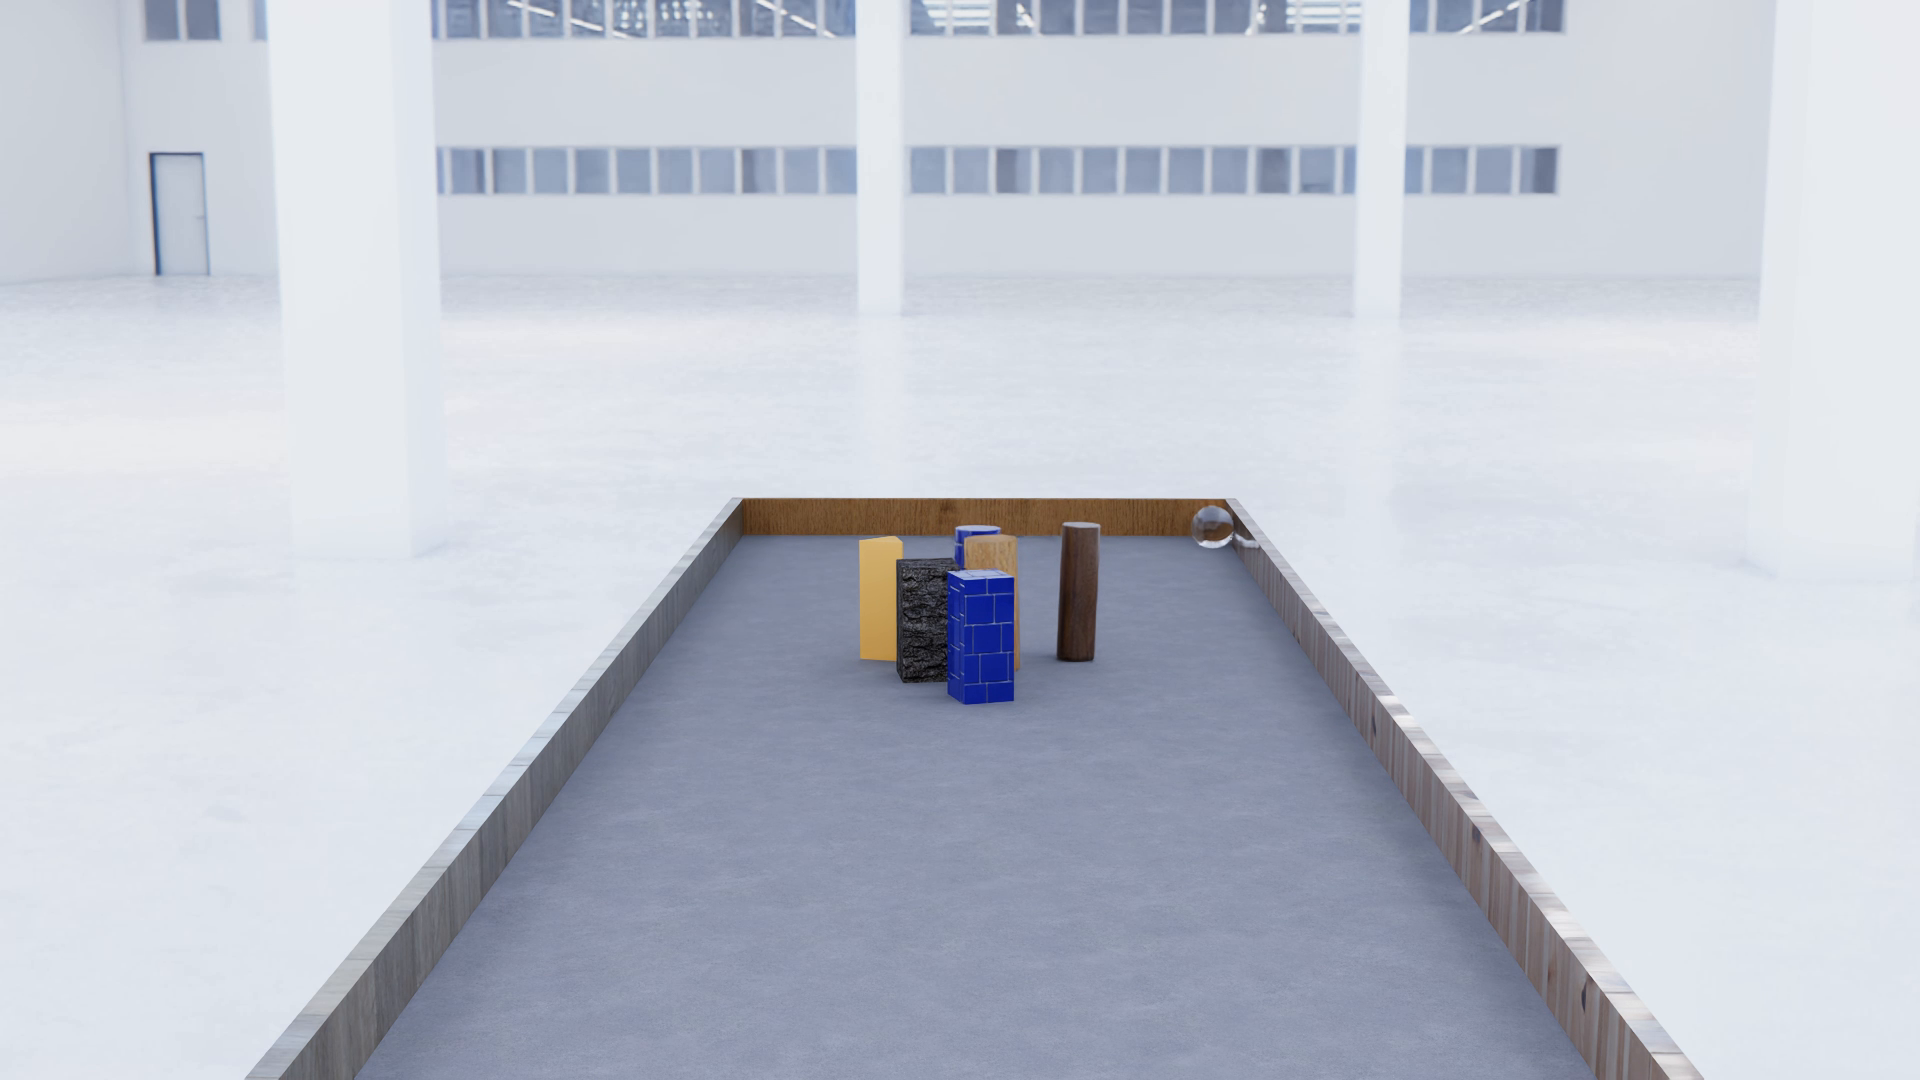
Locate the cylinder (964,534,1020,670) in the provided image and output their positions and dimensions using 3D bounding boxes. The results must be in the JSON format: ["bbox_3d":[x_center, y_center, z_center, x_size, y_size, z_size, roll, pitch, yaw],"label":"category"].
[{"bbox_3d":[0.096,0.189,6.557,0.159,0.391,0.159,-2,9,0],"label":"cylinder"}]

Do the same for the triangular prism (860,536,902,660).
[{"bbox_3d":[-0.221,0.176,6.732,0.138,0.364,0.119,3,9,18],"label":"triangular prism"}]

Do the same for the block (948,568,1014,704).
[{"bbox_3d":[0.058,0.270,6.182,0.147,0.352,0.147,-3,10,-19],"label":"block"}]

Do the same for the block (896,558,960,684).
[{"bbox_3d":[-0.094,0.234,6.452,0.167,0.338,0.167,-1,9,-8],"label":"block"}]

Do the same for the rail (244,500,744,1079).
[{"bbox_3d":[-1.004,0.839,3.234,0.050,0.150,12.000,0,9,1],"label":"rail"}]

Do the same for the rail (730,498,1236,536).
[{"bbox_3d":[0.099,-0.098,9.147,2.100,0.150,0.050,0,9,1],"label":"rail"}]

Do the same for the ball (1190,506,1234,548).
[{"bbox_3d":[1.008,-0.051,8.783,0.172,0.172,0.172,0,9,0],"label":"ball"}]

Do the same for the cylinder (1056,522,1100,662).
[{"bbox_3d":[0.360,0.157,6.697,0.117,0.410,0.117,2,8,0],"label":"cylinder"}]

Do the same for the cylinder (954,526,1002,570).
[{"bbox_3d":[0.053,0.162,6.700,0.140,0.399,0.140,0,8,0],"label":"cylinder"}]

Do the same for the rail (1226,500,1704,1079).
[{"bbox_3d":[1.046,0.843,3.208,0.050,0.150,12.000,0,9,1],"label":"rail"}]
